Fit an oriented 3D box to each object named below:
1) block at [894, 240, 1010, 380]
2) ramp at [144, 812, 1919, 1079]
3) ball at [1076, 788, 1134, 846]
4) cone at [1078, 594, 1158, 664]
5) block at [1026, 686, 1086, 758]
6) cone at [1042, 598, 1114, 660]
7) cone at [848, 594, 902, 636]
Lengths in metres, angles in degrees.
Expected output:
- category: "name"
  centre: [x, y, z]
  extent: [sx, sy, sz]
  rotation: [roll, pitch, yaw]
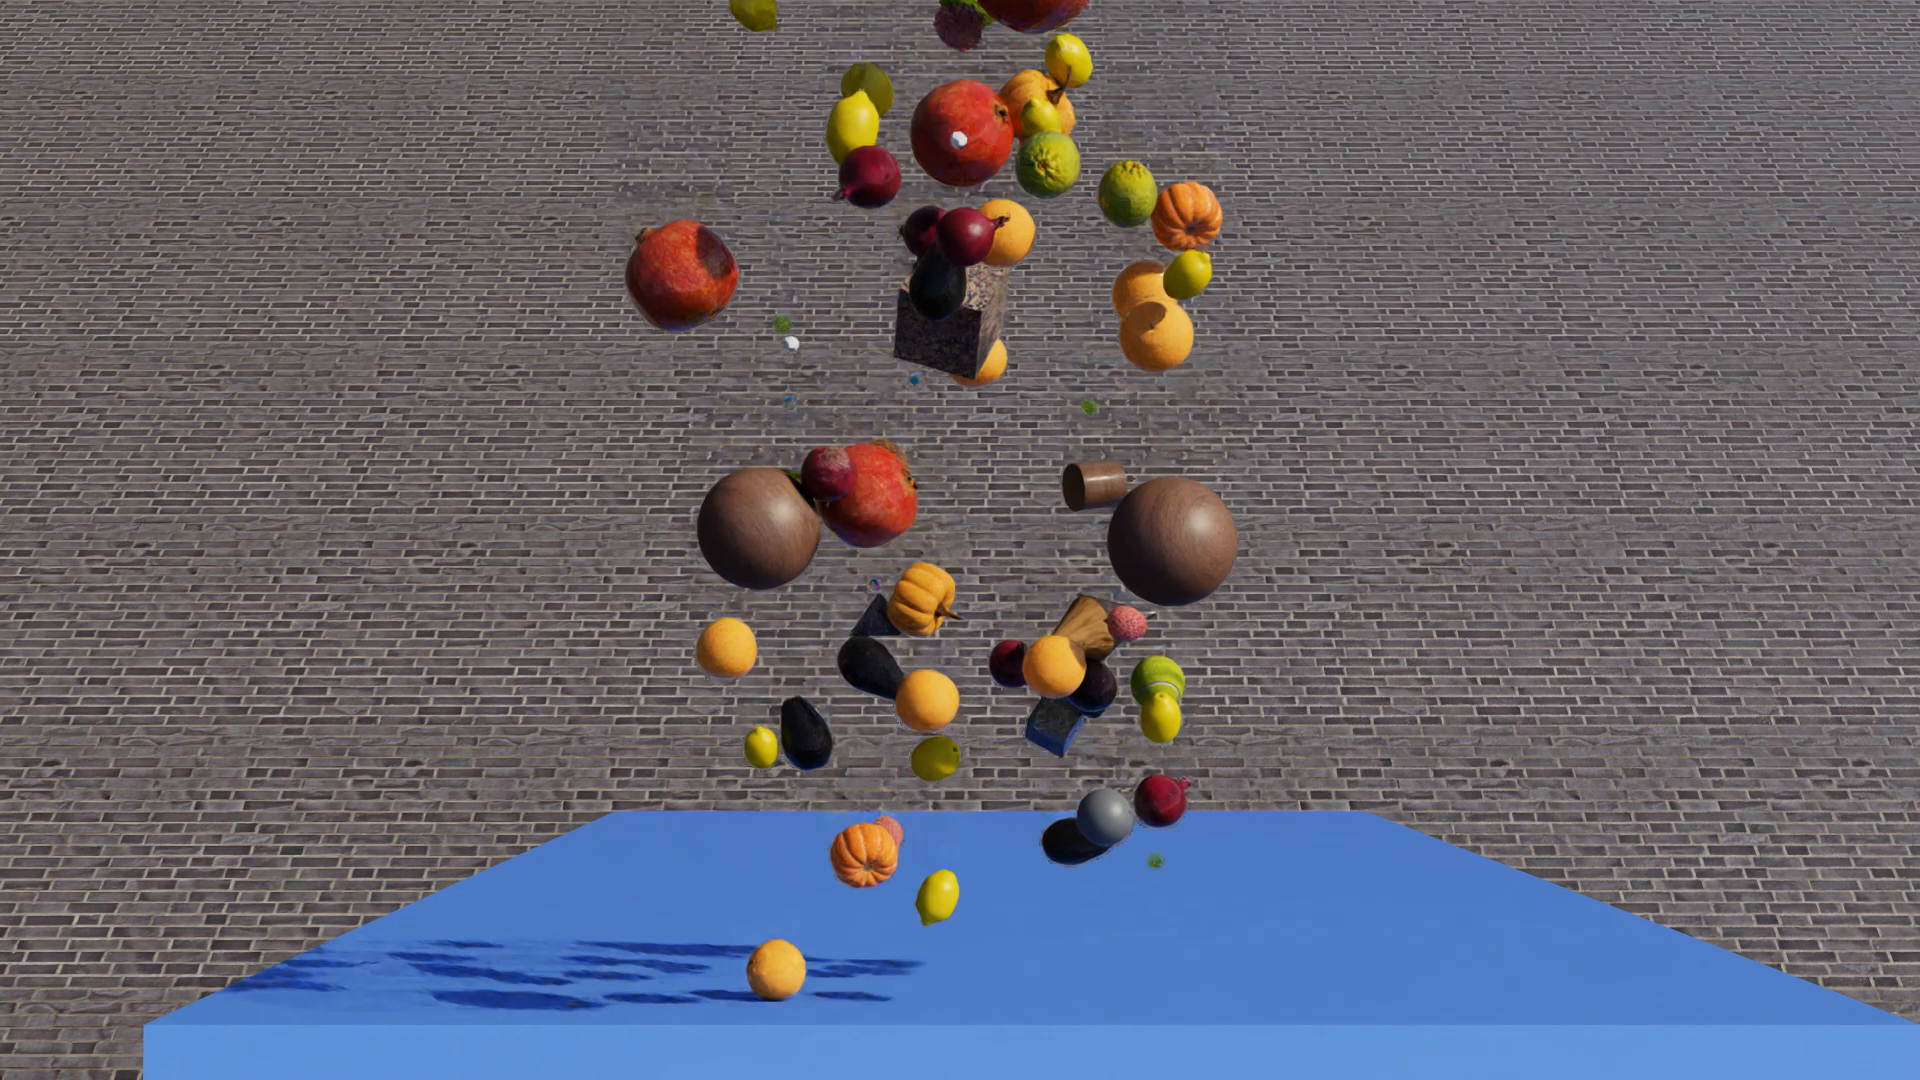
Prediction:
- category: "block"
  centre: [-0.010, -0.260, 2.945]
  extent: [0.098, 0.098, 0.098]
  rotation: [17, 44, 11]
- category: "ramp"
  centre: [0.081, 0.684, 4.924]
  extent: [2.000, 0.100, 4.000]
  rotation: [0, -3, 0]
- category: "ball"
  centre: [0.179, 0.342, 3.214]
  extent: [0.070, 0.070, 0.070]
  rotation: [0, 37, 0]
- category: "cone"
  centre: [0.203, 0.101, 3.264]
  extent: [0.093, 0.093, 0.093]
  rotation: [-13, 38, 0]
- category: "block"
  centre: [0.123, 0.235, 3.351]
  extent: [0.055, 0.055, 0.055]
  rotation: [28, 63, 13]
- category: "cone"
  centre: [0.126, 0.117, 3.070]
  extent: [0.079, 0.079, 0.079]
  rotation: [-21, 41, -37]
- category: "cone"
  centre: [-0.109, 0.102, 3.128]
  extent: [0.057, 0.057, 0.057]
  rotation: [-27, 37, 9]
